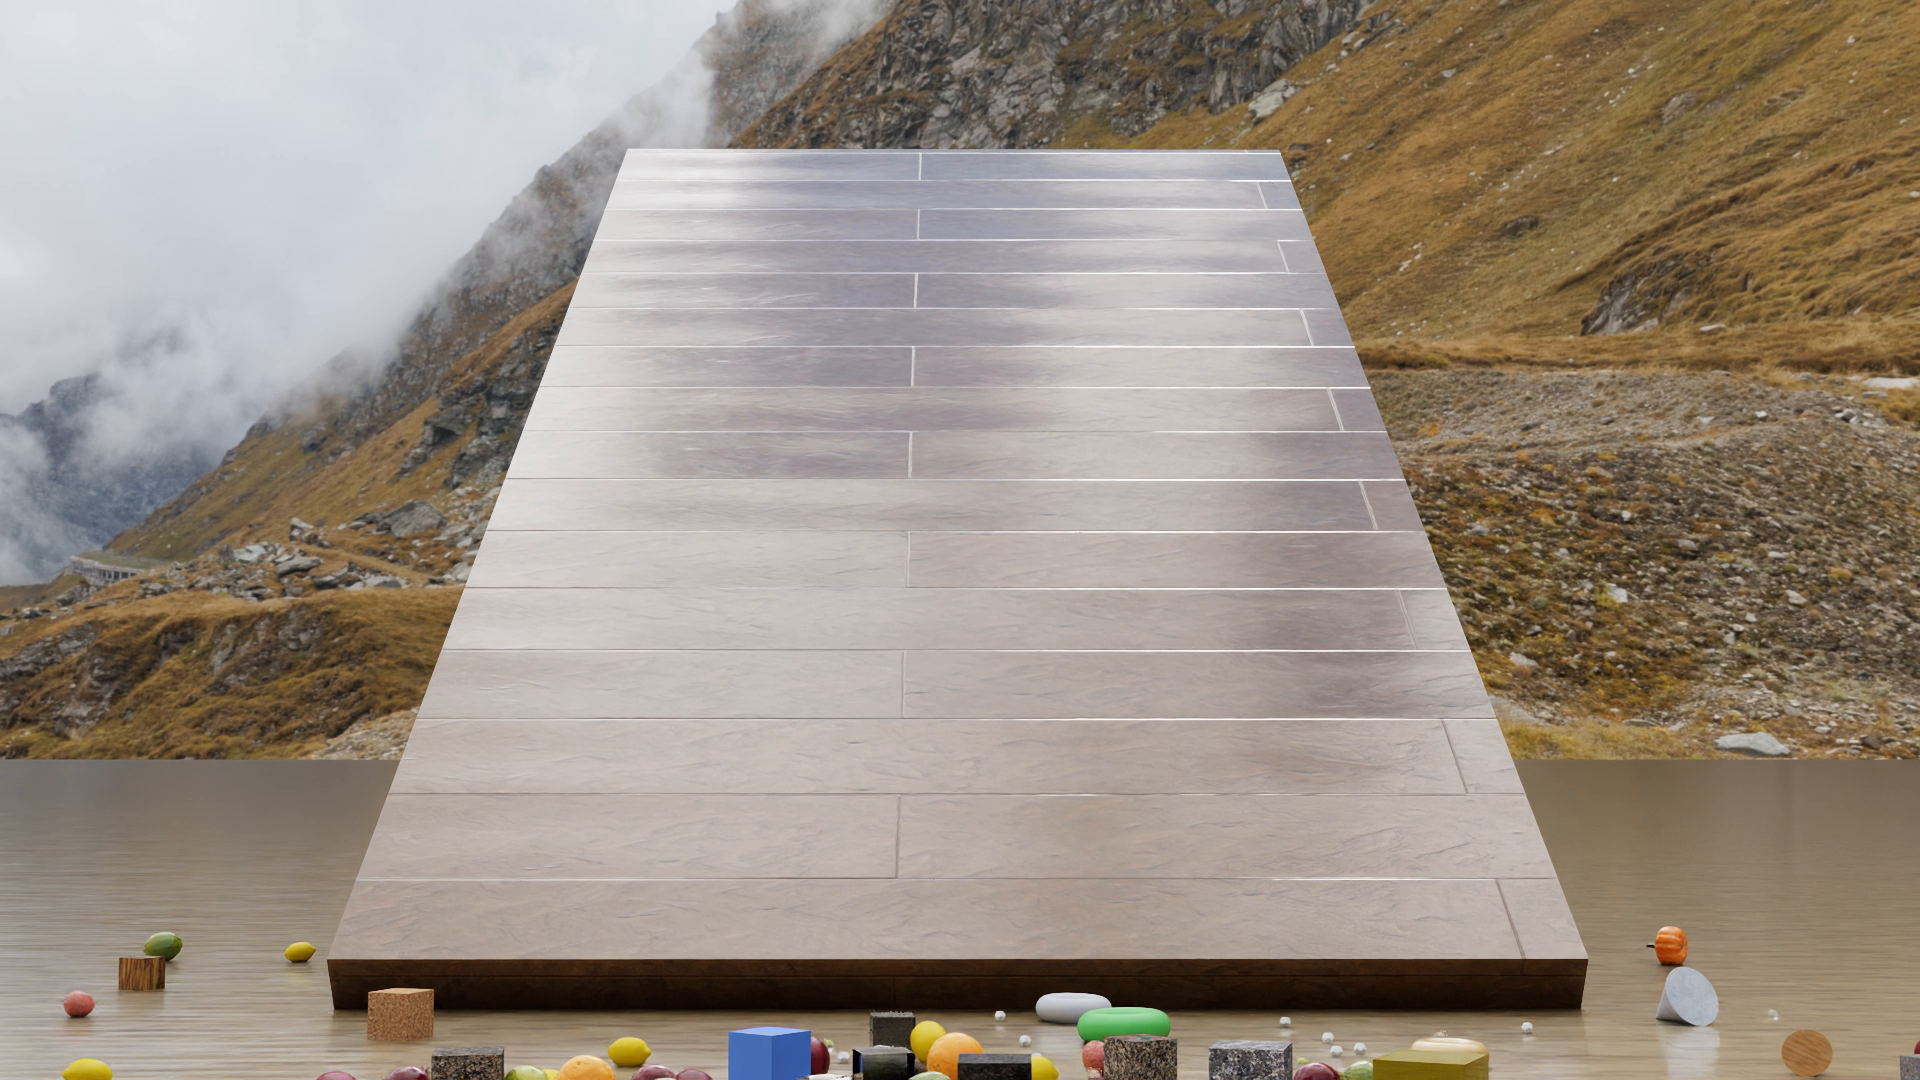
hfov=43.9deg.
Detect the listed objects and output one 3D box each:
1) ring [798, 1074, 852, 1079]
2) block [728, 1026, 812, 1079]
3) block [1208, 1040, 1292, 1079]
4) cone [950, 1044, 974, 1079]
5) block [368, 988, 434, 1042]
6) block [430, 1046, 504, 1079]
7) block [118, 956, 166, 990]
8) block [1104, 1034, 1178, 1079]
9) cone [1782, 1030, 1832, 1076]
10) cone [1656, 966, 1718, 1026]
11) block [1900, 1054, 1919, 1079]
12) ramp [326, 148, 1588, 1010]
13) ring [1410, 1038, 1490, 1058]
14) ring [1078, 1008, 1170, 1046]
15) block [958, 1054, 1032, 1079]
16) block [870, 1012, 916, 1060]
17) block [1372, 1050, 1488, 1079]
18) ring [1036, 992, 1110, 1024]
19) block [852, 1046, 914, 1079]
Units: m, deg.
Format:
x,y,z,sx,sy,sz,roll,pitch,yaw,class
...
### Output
x,y,z,sx,sy,sz,roll,pitch,yaw,class
-0.161,0.651,2.832,0.077,0.026,0.077,-1,-6,0,ring
-0.232,0.635,2.904,0.071,0.071,0.071,-4,-6,38,block
0.326,0.607,2.667,0.083,0.083,0.083,-1,-5,14,block
0.021,0.665,2.976,0.054,0.054,0.054,26,-4,4,cone
-0.807,0.685,3.439,0.067,0.067,0.067,-2,-5,20,block
-0.551,0.611,2.668,0.076,0.076,0.076,1,-5,-9,block
-1.427,0.755,4.156,0.055,0.055,0.055,-3,-6,32,block
0.219,0.638,2.897,0.064,0.064,0.064,3,-6,-33,block
1.093,0.671,3.065,0.062,0.062,0.062,-2,-32,26,cone
1.092,0.716,3.647,0.094,0.094,0.094,2,-32,-24,cone
1.132,0.628,2.756,0.059,0.059,0.059,2,-6,-23,block
-0.011,-0.224,5.569,2.000,0.100,4.000,0,28,0,ramp
0.640,0.673,3.117,0.103,0.034,0.103,1,-6,0,ring
0.233,0.692,3.386,0.133,0.044,0.133,-1,-5,0,ring
0.038,0.602,2.581,0.079,0.079,0.079,0,-5,1,block
-0.091,0.669,3.211,0.057,0.057,0.057,1,-5,-7,block
0.488,0.583,2.465,0.096,0.096,0.096,-3,-6,26,block
0.174,0.718,3.647,0.117,0.039,0.117,1,-4,0,ring
-0.090,0.630,2.794,0.061,0.061,0.061,1,-5,-14,block
